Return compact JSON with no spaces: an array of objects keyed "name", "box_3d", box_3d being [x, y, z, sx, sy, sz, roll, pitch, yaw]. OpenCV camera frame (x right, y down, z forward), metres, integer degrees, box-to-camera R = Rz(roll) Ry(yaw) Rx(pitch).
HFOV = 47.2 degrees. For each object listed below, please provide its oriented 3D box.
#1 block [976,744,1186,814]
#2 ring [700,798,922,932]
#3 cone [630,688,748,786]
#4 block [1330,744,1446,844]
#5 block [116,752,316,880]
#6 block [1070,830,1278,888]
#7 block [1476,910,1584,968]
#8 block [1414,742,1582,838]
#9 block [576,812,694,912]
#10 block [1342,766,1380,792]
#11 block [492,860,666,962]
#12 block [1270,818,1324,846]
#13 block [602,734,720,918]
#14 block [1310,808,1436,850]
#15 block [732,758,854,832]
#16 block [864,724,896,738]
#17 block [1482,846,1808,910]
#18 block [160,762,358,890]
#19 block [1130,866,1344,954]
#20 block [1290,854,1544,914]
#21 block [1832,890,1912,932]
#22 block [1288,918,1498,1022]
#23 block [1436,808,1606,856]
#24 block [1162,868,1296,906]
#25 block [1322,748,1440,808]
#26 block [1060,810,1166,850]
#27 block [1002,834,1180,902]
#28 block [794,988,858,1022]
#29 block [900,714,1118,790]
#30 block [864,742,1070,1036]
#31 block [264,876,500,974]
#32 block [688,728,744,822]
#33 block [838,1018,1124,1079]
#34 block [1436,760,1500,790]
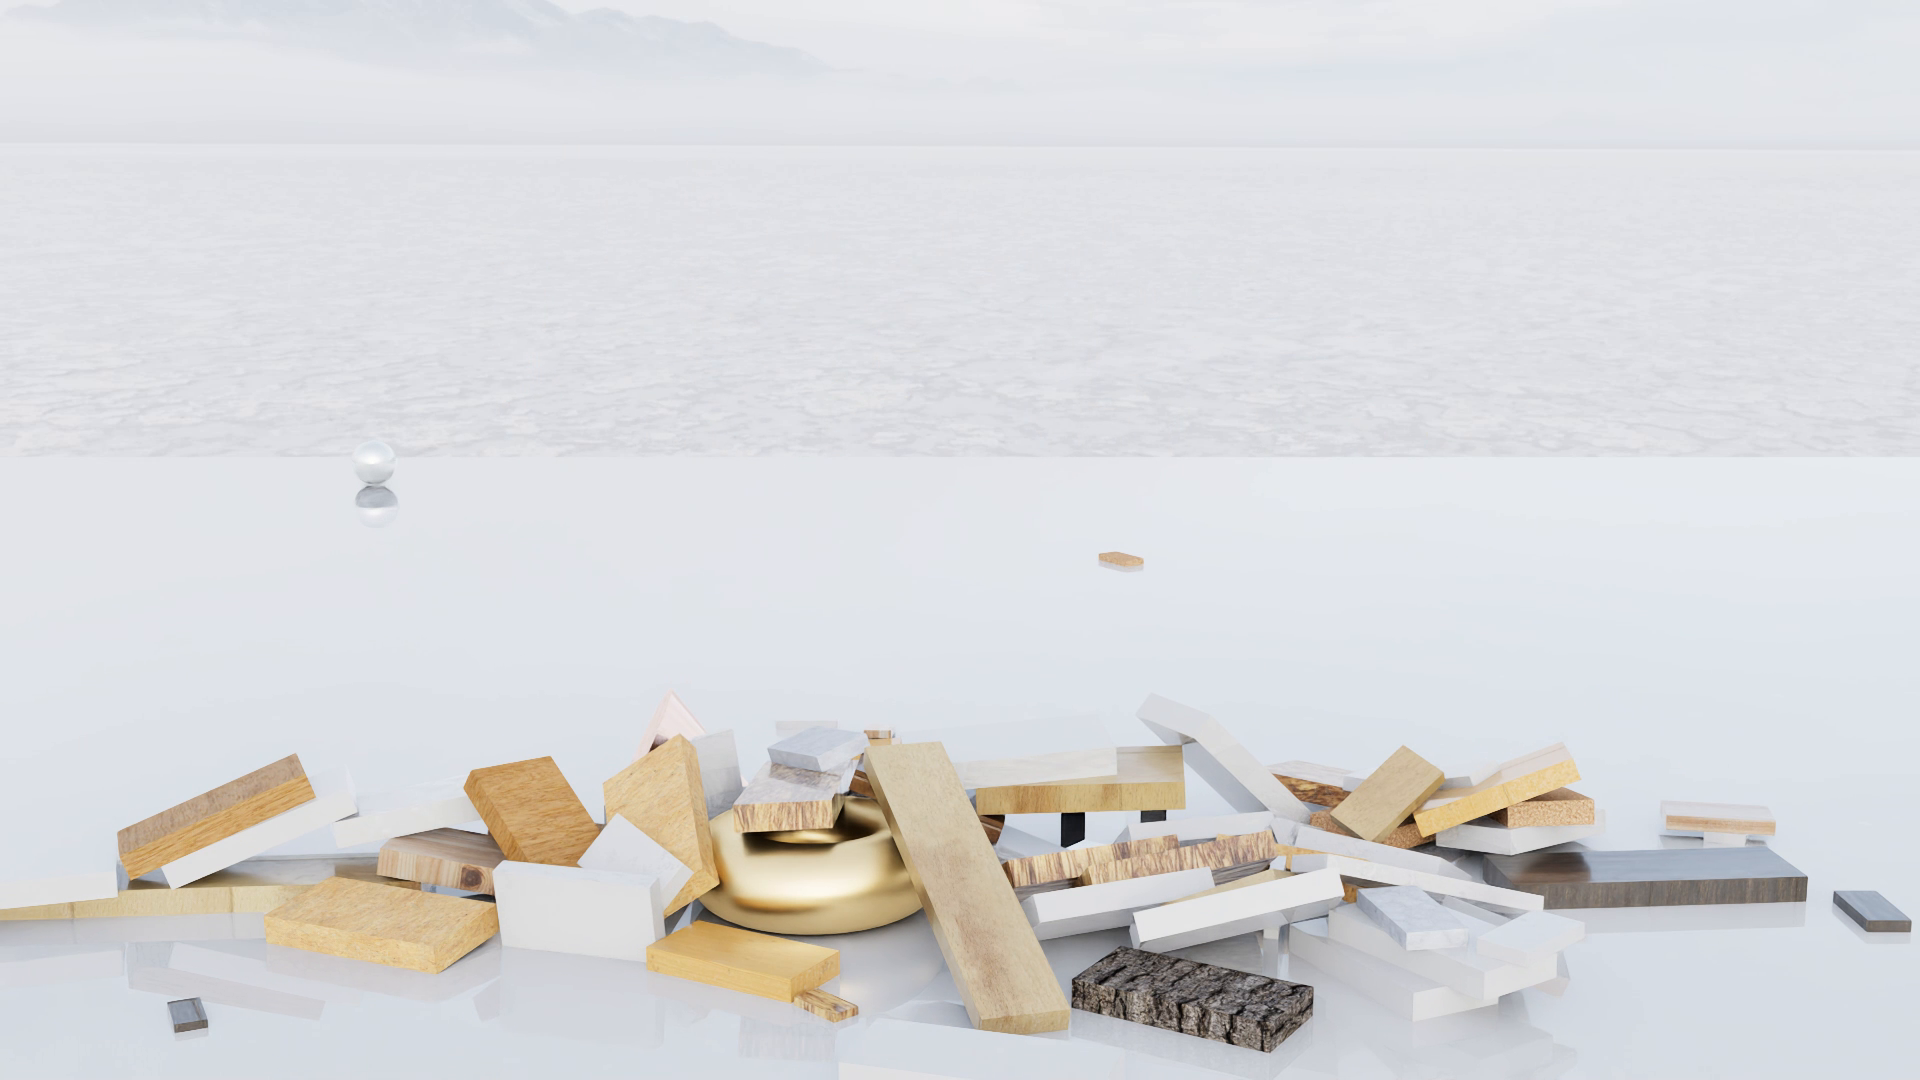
[{"name":"block","box_3d":[0.209,0.411,3.780,0.351,0.050,0.175,-2,15,5]},{"name":"ring","box_3d":[-0.235,0.529,3.614,0.428,0.143,0.428,0,9,0]},{"name":"cone","box_3d":[-0.481,0.445,4.138,0.253,0.253,0.253,25,7,-10]},{"name":"block","box_3d":[0.738,0.444,3.794,0.186,0.026,0.093,-40,48,-16]},{"name":"block","box_3d":[-1.230,0.454,3.636,0.311,0.044,0.155,-24,16,-17]},{"name":"block","box_3d":[0.342,0.535,3.540,0.308,0.044,0.154,-9,-20,-13]},{"name":"block","box_3d":[0.829,0.578,3.193,0.082,0.023,0.165,10,14,43]},{"name":"block","box_3d":[0.920,0.429,3.792,0.282,0.040,0.141,-22,3,10]},{"name":"block","box_3d":[-0.515,0.518,3.478,0.204,0.102,0.029,26,-17,47]},{"name":"block","box_3d":[0.772,0.428,3.928,0.093,0.026,0.186,6,7,39]},{"name":"block","box_3d":[-0.586,0.573,3.390,0.263,0.131,0.037,3,21,16]},{"name":"block","box_3d":[0.589,0.514,3.779,0.015,0.054,0.172,-34,-31,26]},{"name":"block","box_3d":[-0.490,0.474,3.577,0.162,0.046,0.328,-33,36,10]},{"name":"block","box_3d":[0.773,0.505,3.941,0.151,0.043,0.301,10,9,41]},{"name":"block","box_3d":[-0.274,0.425,3.713,0.155,0.044,0.524,-3,2,1]},{"name":"block","box_3d":[-0.168,0.399,4.598,0.057,0.016,0.126,0,1,2]},{"name":"block","box_3d":[1.143,0.566,3.681,0.497,0.044,0.154,-1,11,-5]},{"name":"block","box_3d":[-1.162,0.473,3.655,0.313,0.044,0.157,-23,16,-12]},{"name":"block","box_3d":[0.415,0.564,3.322,0.311,0.044,0.155,-13,-20,-2]},{"name":"block","box_3d":[0.721,0.541,3.454,0.418,0.027,0.095,14,-14,-24]},{"name":"block","box_3d":[1.475,0.600,3.559,0.070,0.020,0.140,0,11,0]},{"name":"block","box_3d":[0.648,0.635,3.306,0.154,0.044,0.309,-5,12,-26]},{"name":"block","box_3d":[0.991,0.506,3.878,0.302,0.043,0.151,-3,2,-43]},{"name":"block","box_3d":[0.418,0.551,3.396,0.191,0.027,0.095,-23,-22,24]},{"name":"block","box_3d":[0.778,0.461,4.255,0.282,0.040,0.141,-8,13,-36]},{"name":"block","box_3d":[0.272,0.481,3.889,0.135,0.135,0.135,8,13,36]},{"name":"block","box_3d":[0.192,0.543,3.596,0.308,0.044,0.154,-5,-20,-25]},{"name":"block","box_3d":[-0.194,0.674,3.183,0.045,0.013,0.091,-10,14,-42]},{"name":"block","box_3d":[0.080,0.366,3.783,0.351,0.050,0.175,-5,15,-6]},{"name":"block","box_3d":[-0.003,0.518,3.375,0.131,0.037,0.689,-3,29,-16]},{"name":"block","box_3d":[-0.906,0.601,3.447,0.325,0.046,0.162,5,16,24]},{"name":"block","box_3d":[-0.431,0.445,3.887,0.029,0.204,0.102,-7,3,41]},{"name":"block","box_3d":[0.030,0.706,2.925,0.351,0.044,0.155,3,11,17]},{"name":"block","box_3d":[0.872,0.413,3.855,0.070,0.020,0.140,-24,3,-31]}]
